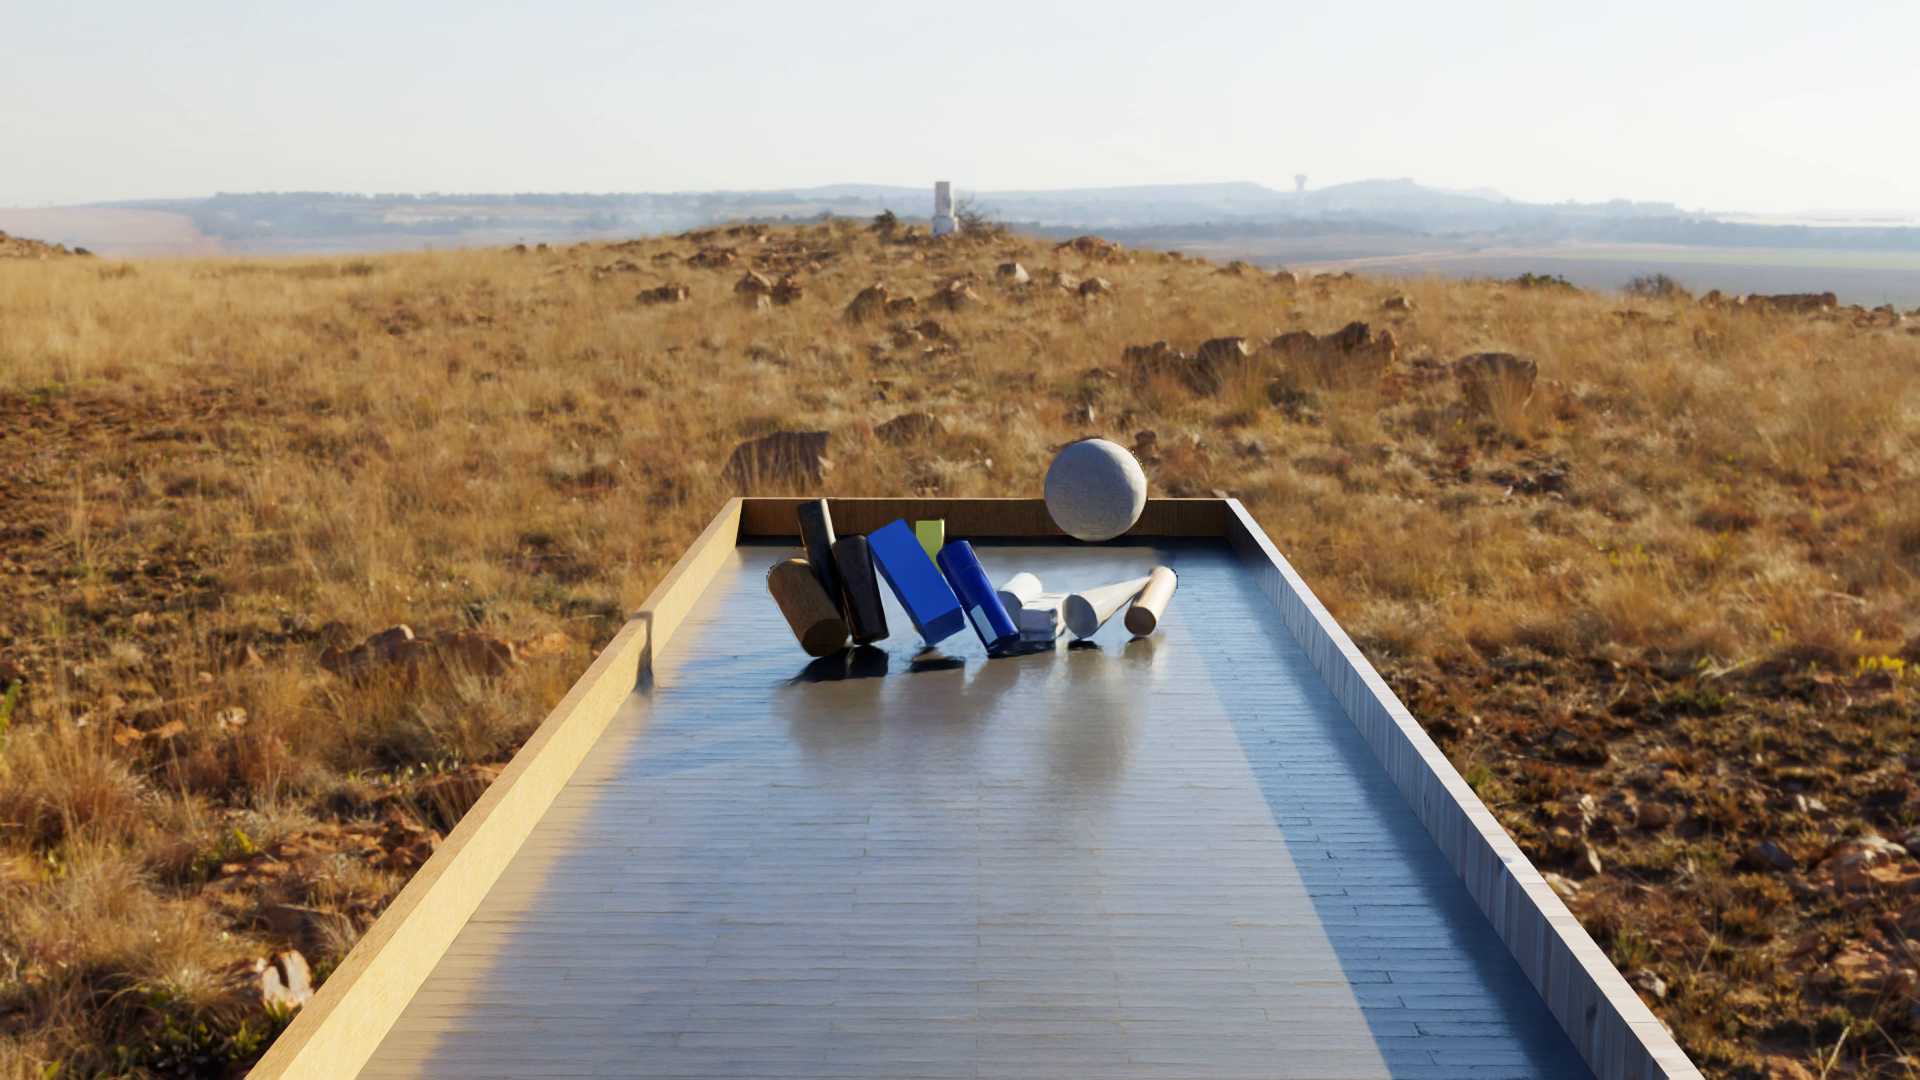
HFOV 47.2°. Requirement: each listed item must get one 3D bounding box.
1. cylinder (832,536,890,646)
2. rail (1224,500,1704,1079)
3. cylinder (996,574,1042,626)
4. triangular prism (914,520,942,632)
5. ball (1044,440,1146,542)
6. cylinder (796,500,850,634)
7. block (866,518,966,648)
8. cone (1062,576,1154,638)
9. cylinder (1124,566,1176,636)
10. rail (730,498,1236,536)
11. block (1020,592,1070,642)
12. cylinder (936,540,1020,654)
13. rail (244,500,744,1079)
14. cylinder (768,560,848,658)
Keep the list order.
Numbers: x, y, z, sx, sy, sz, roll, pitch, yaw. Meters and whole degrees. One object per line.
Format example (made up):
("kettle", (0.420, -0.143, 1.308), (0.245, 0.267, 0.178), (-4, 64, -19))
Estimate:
("cylinder", (-0.314, 0.159, 6.916), (0.117, 0.324, 0.117), (-13, -15, -3))
("rail", (1.046, 0.843, 3.208), (0.050, 0.150, 12.000), (0, 9, 1))
("cylinder", (0.182, 0.203, 7.322), (0.128, 0.128, 0.352), (2, 9, 12))
("triangular prism", (-0.097, 0.130, 7.070), (0.090, 0.411, 0.078), (-3, -35, 5))
("ball", (0.452, -0.165, 7.347), (0.342, 0.342, 0.342), (0, 9, 0))
("cylinder", (-0.428, 0.094, 7.005), (0.102, 0.433, 0.102), (-13, -6, -1))
("block", (-0.141, 0.133, 6.942), (0.133, 0.133, 0.392), (-27, 57, -11))
("cone", (0.511, 0.180, 7.136), (0.150, 0.150, 0.384), (9, 25, 44))
("cylinder", (0.625, 0.200, 7.218), (0.105, 0.105, 0.391), (2, 19, 15))
("rail", (0.099, -0.098, 9.147), (2.100, 0.150, 0.050), (0, 9, 1))
("block", (0.278, 0.248, 7.114), (0.101, 0.101, 0.300), (1, 9, 15))
("cylinder", (0.054, 0.176, 6.828), (0.115, 0.353, 0.115), (-24, -25, -12))
("rail", (-1.004, 0.839, 3.234), (0.050, 0.150, 12.000), (0, 9, 1))
("cylinder", (-0.473, 0.210, 6.812), (0.150, 0.150, 0.316), (-4, 36, -26))
